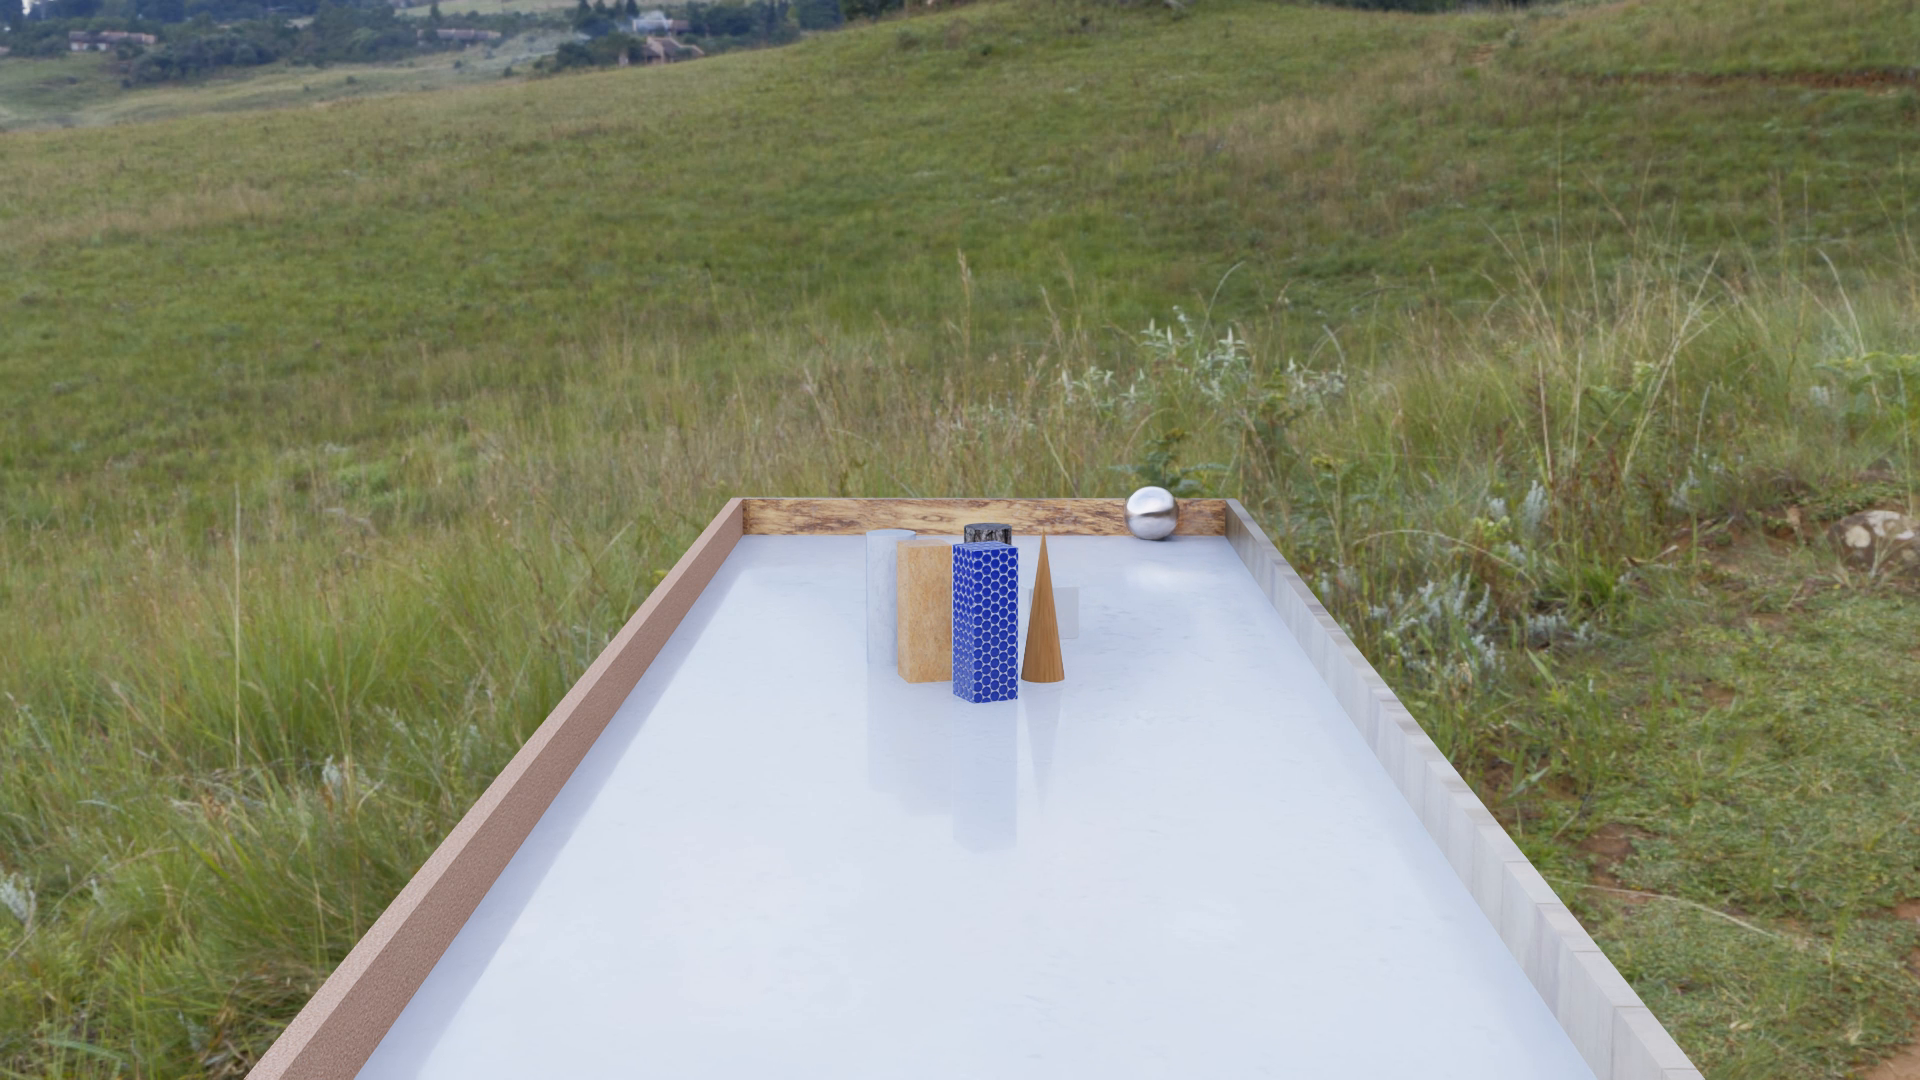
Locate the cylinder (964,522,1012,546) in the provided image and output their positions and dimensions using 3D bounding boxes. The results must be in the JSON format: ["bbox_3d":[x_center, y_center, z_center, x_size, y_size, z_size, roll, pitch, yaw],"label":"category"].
[{"bbox_3d":[0.084,0.163,6.660,0.144,0.413,0.144,0,9,0],"label":"cylinder"}]

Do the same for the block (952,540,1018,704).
[{"bbox_3d":[0.071,0.229,6.184,0.137,0.431,0.137,-4,10,-25],"label":"block"}]

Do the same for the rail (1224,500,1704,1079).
[{"bbox_3d":[1.046,0.843,3.208,0.050,0.150,12.000,0,9,1],"label":"rail"}]

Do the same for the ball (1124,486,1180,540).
[{"bbox_3d":[0.786,-0.110,8.995,0.222,0.222,0.222,0,9,0],"label":"ball"}]

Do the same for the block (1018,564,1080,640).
[{"bbox_3d":[0.231,0.202,7.190,0.170,0.170,0.437,-3,9,-18],"label":"block"}]

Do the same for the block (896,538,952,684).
[{"bbox_3d":[-0.104,0.206,6.430,0.131,0.400,0.131,-3,9,-16],"label":"block"}]

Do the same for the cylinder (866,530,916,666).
[{"bbox_3d":[-0.208,0.173,6.658,0.150,0.394,0.150,0,9,0],"label":"cylinder"}]

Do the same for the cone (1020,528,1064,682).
[{"bbox_3d":[0.243,0.180,6.418,0.129,0.456,0.129,0,9,0],"label":"cone"}]

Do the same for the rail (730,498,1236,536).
[{"bbox_3d":[0.099,-0.098,9.147,2.100,0.150,0.050,0,9,1],"label":"rail"}]

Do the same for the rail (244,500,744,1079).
[{"bbox_3d":[-1.004,0.839,3.234,0.050,0.150,12.000,0,9,1],"label":"rail"}]
